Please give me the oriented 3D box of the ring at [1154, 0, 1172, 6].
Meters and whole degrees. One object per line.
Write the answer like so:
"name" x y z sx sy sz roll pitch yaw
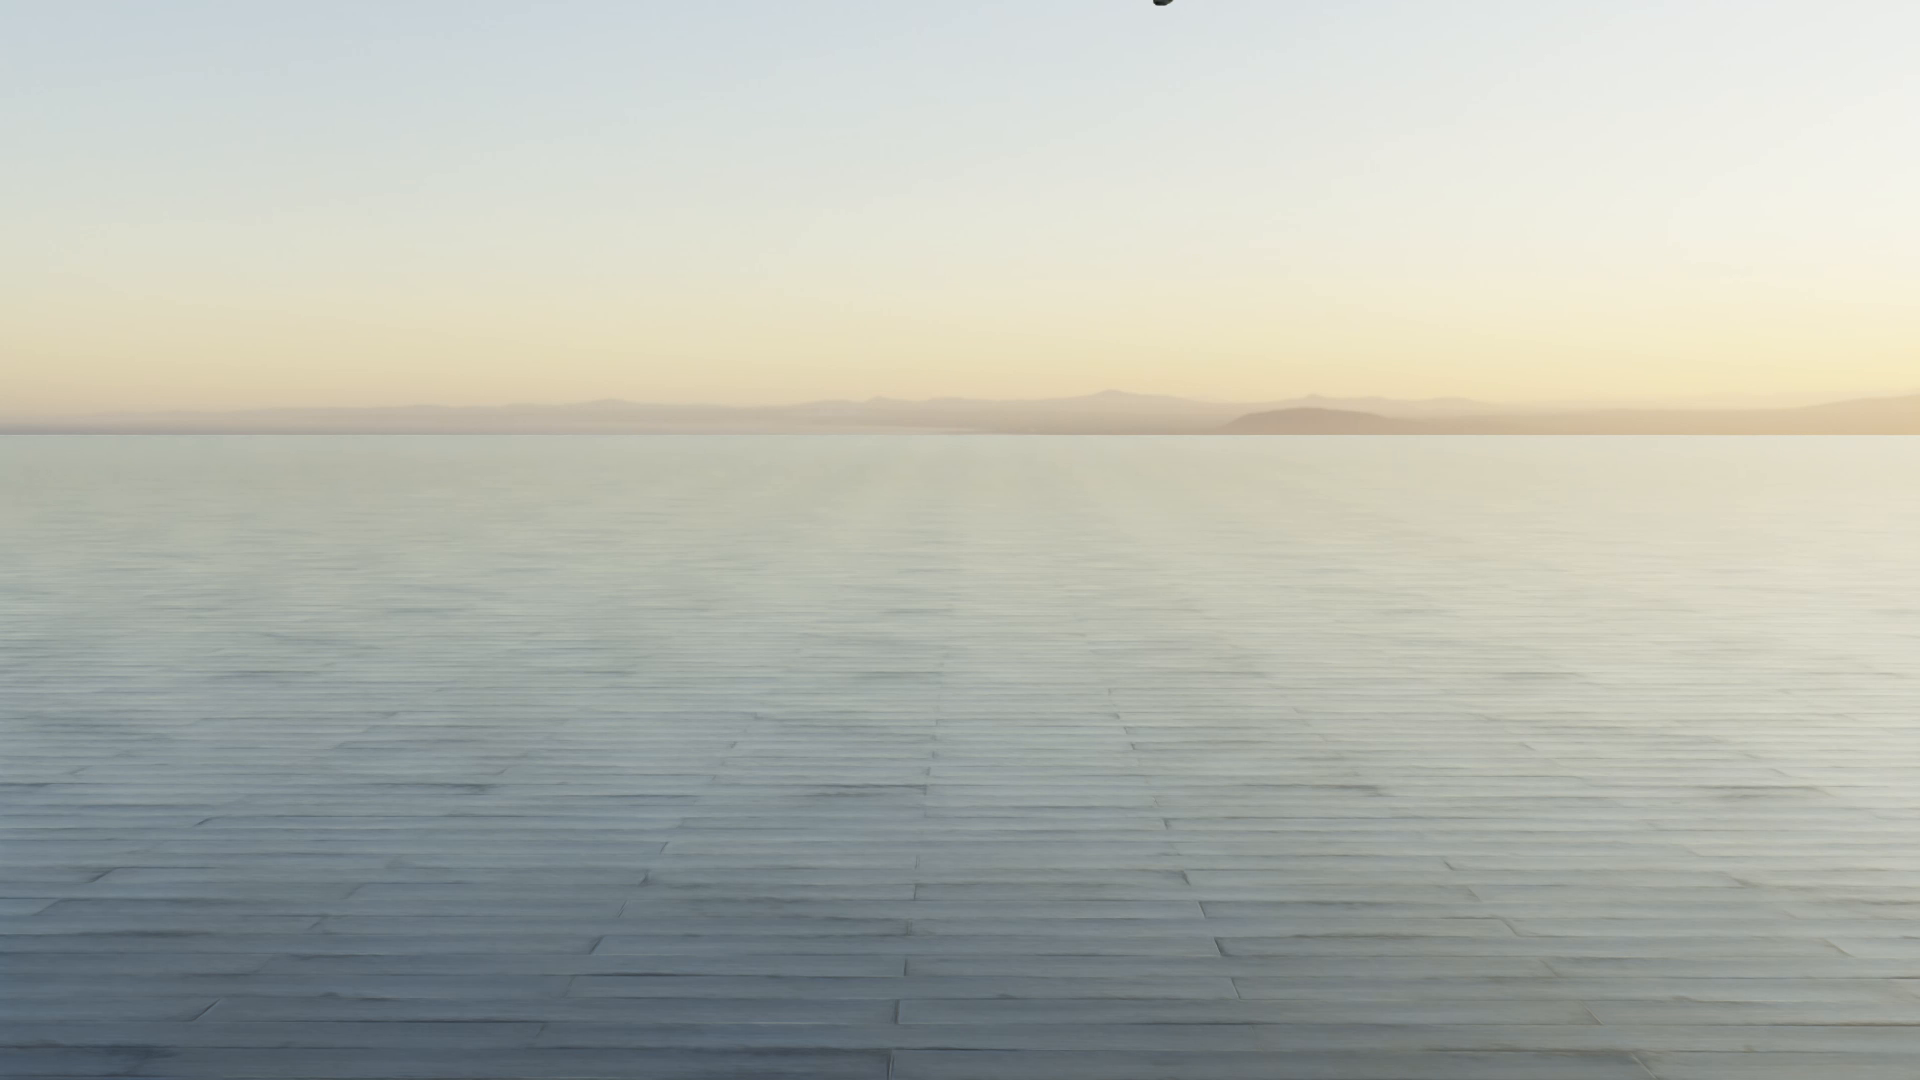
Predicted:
"ring" 0.755 -2.005 7.887 0.106 0.196 0.033 31 17 1
